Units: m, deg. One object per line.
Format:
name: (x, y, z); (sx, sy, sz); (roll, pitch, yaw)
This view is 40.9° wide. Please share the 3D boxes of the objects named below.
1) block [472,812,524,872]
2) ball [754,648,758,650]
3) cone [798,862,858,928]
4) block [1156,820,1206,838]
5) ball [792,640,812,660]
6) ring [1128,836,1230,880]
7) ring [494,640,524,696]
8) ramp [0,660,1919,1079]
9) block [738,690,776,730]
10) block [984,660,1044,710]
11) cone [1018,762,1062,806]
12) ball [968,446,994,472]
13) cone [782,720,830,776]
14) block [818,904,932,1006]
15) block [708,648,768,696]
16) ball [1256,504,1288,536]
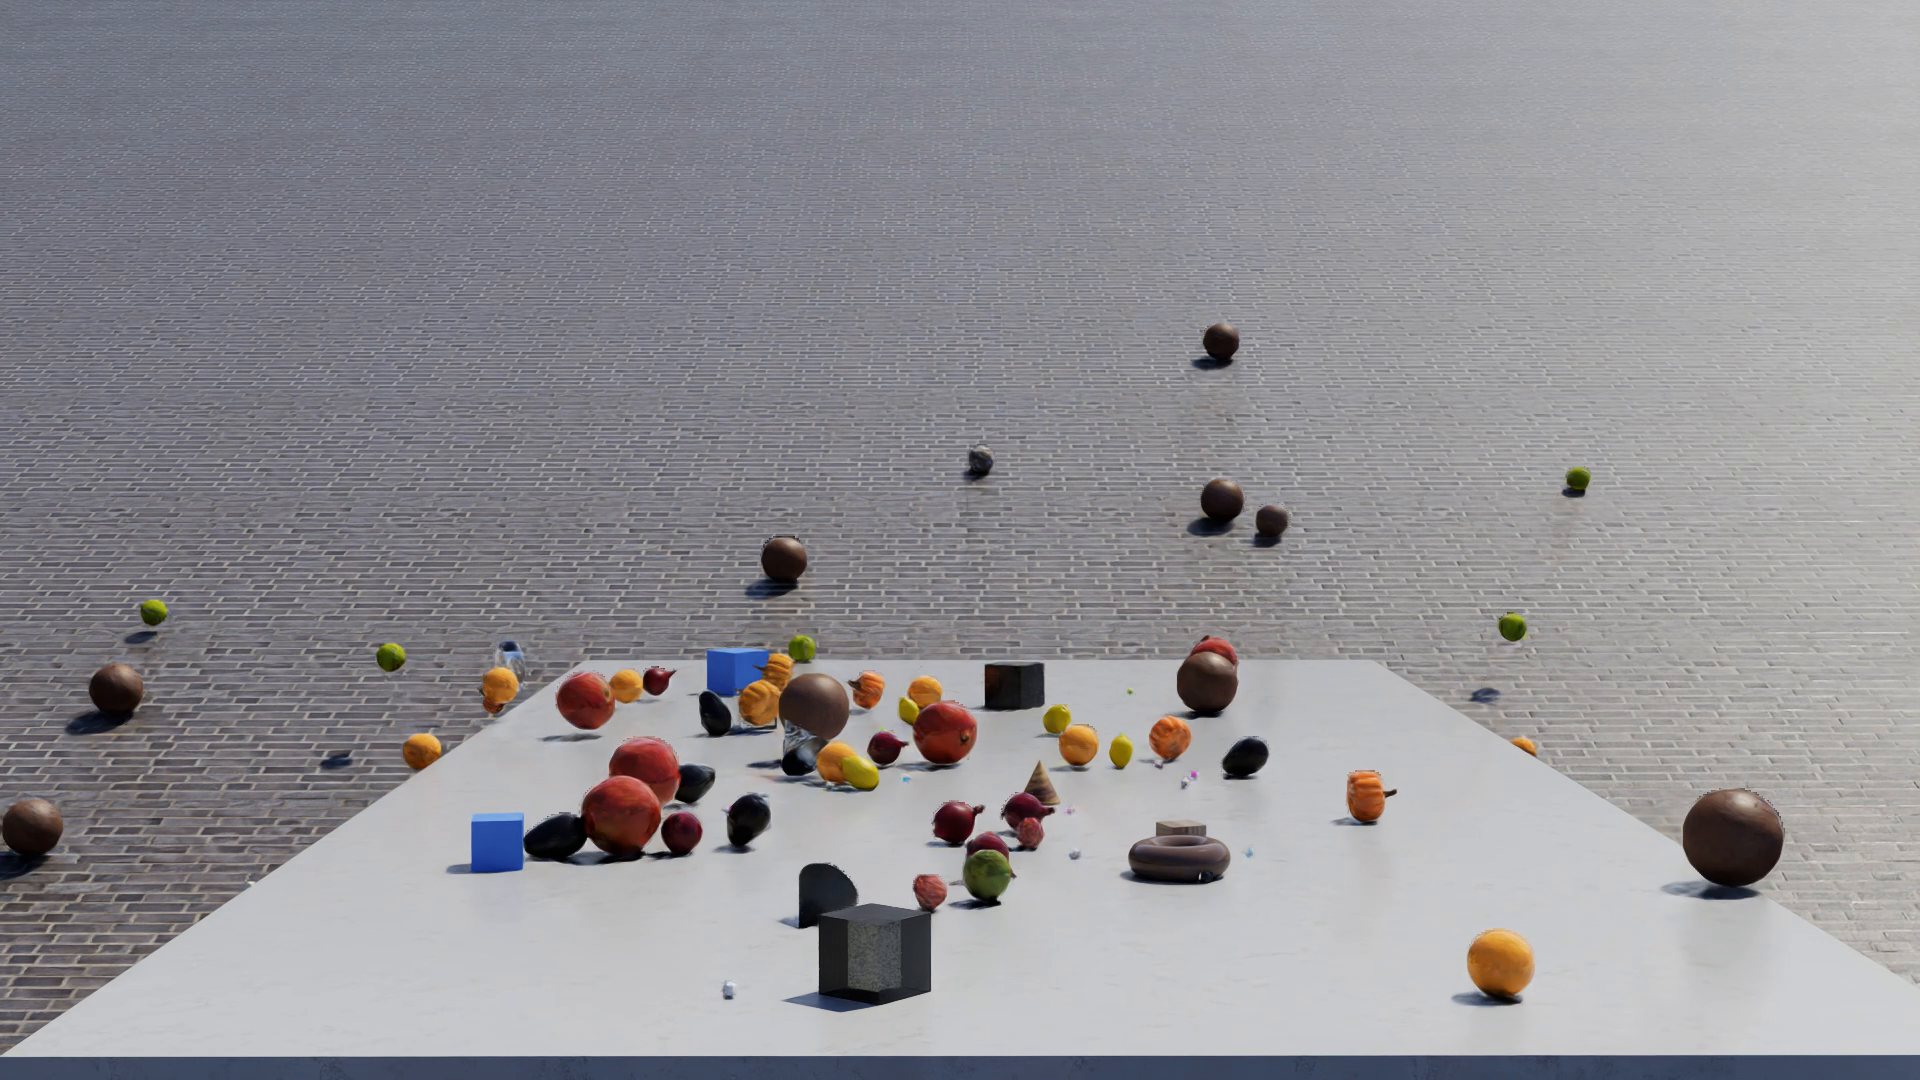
block: (-0.644, 0.420, 3.581); (0.069, 0.069, 0.069); (0, 3, -8)
ball: (-0.497, 0.292, 6.260); (0.054, 0.054, 0.054); (0, 22, 0)
cone: (-0.181, 0.457, 3.181); (0.082, 0.082, 0.082); (9, 33, 22)
block: (0.312, 0.426, 3.623); (0.053, 0.053, 0.053); (-1, 3, -22)
ball: (-0.401, 0.279, 6.533); (0.052, 0.052, 0.052); (0, 22, 0)
ring: (0.300, 0.435, 3.517); (0.141, 0.047, 0.141); (-1, 3, 0)
ring: (-1.002, 0.284, 5.721); (0.041, 0.124, 0.124); (-3, 21, -28)
ramp: (0.050, 0.456, 4.533); (2.000, 0.100, 4.000); (0, 3, 0)
block: (-0.407, 0.340, 5.149); (0.071, 0.071, 0.071); (-1, 3, -9)
block: (0.116, 0.310, 5.502); (0.093, 0.093, 0.093); (2, 3, 33)
cone: (0.129, 0.390, 4.157); (0.070, 0.070, 0.070); (0, 3, 0)
ball: (0.066, -0.253, 8.071); (0.083, 0.083, 0.083); (0, 22, 0)
cone: (-0.285, 0.344, 4.464); (0.093, 0.093, 0.093); (-11, 47, -25)
block: (-0.093, 0.451, 2.803); (0.087, 0.087, 0.087); (2, 4, 39)
block: (-0.499, 0.296, 5.773); (0.096, 0.096, 0.096); (3, 4, 44)
ball: (0.917, -0.058, 7.562); (0.097, 0.097, 0.097); (0, 22, 0)
